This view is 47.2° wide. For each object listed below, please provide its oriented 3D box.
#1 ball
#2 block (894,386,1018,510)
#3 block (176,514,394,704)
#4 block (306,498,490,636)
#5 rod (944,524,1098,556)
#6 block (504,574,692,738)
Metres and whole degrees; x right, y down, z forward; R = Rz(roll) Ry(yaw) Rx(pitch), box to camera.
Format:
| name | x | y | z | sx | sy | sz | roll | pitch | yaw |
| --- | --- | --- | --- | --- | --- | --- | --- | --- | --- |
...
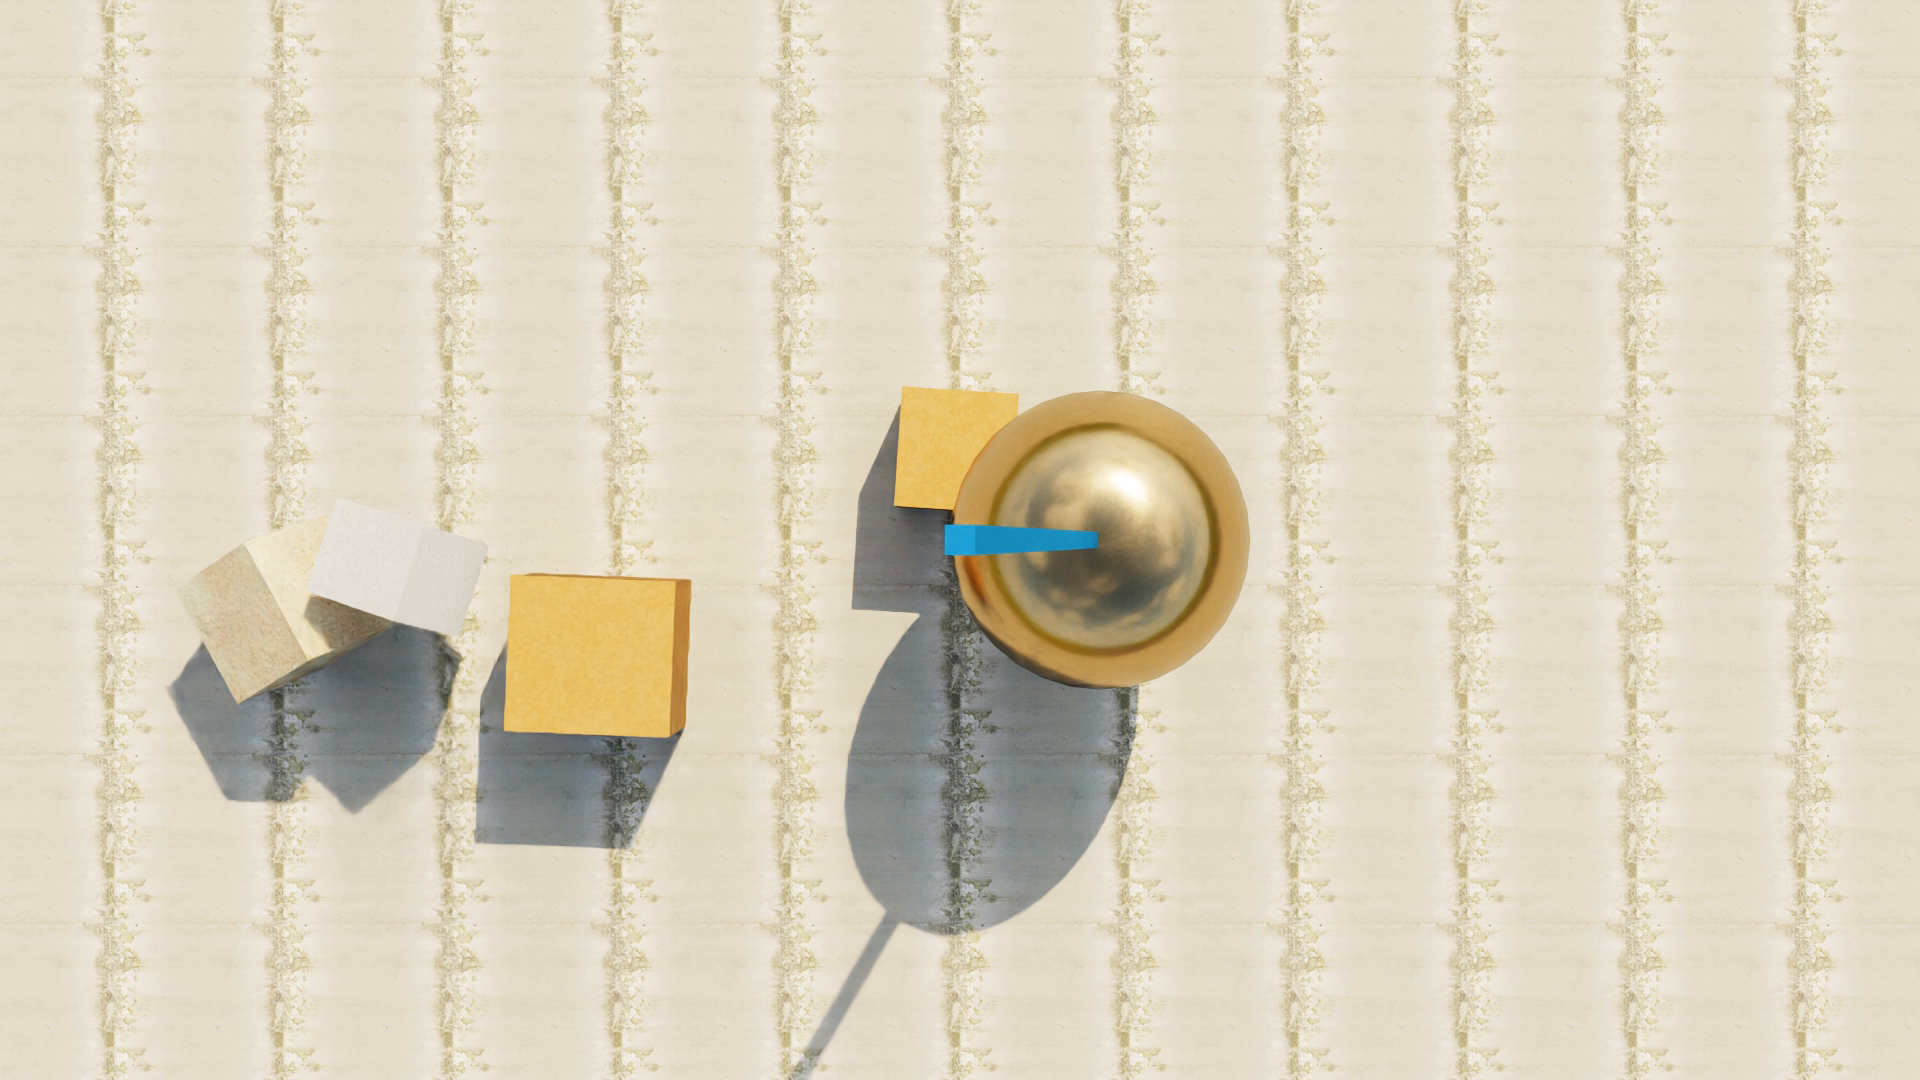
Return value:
| name | x | y | z | sx | sy | sz | roll | pitch | yaw |
| --- | --- | --- | --- | --- | --- | --- | --- | --- | --- |
| ball | 0.745 | 0.000 | 11.743 | 1.600 | 1.600 | 1.600 | 0 | 90 | 0 |
| block | -0.019 | -0.508 | 12.691 | 0.659 | 0.618 | 0.675 | 4 | 90 | 0 |
| block | -3.843 | 0.385 | 12.531 | 0.635 | 0.720 | 0.738 | -29 | 90 | 29 |
| block | -3.110 | 0.153 | 12.182 | 0.633 | 0.586 | 0.541 | 16 | 86 | 26 |
| rod | 0.323 | 0.000 | 8.369 | 0.080 | 5.200 | 0.080 | 0 | 90 | 7 |
| block | -2.063 | 0.648 | 12.625 | 0.920 | 0.750 | 0.869 | 2 | 90 | 0 |
